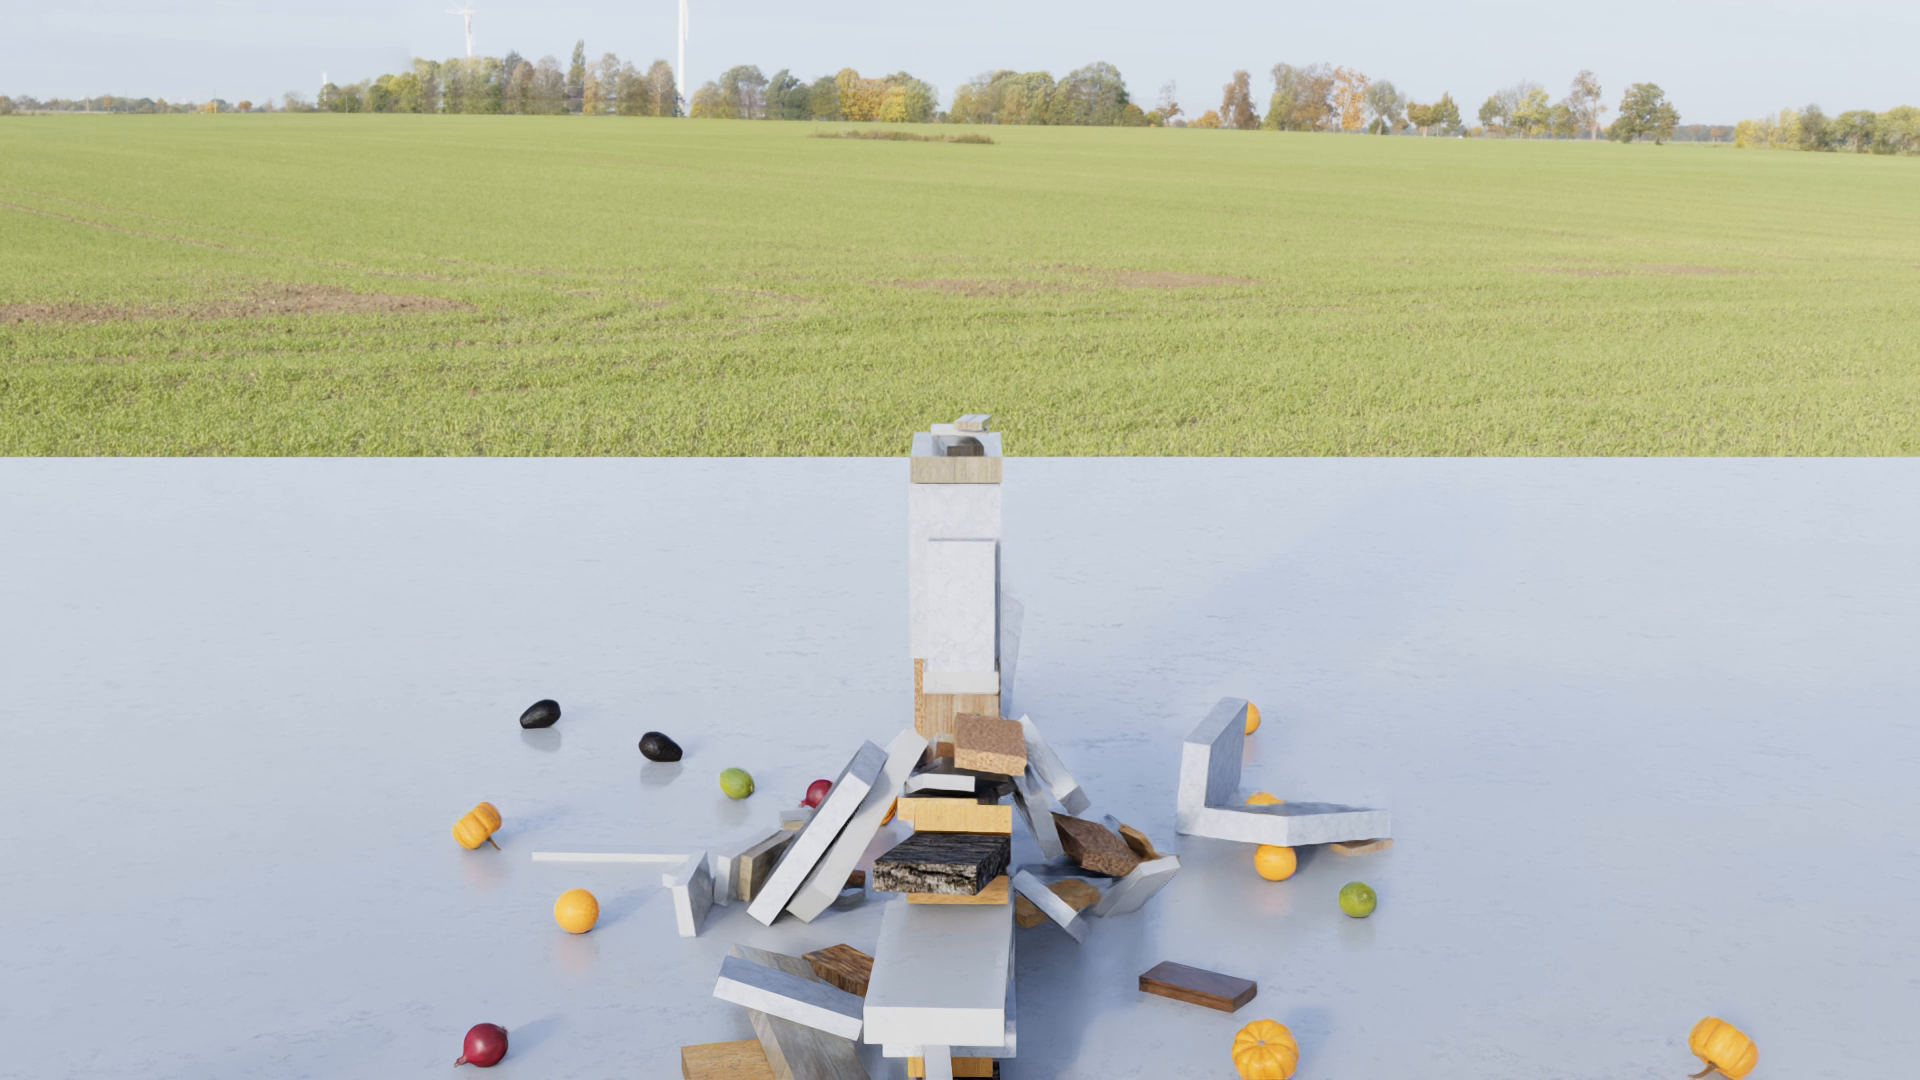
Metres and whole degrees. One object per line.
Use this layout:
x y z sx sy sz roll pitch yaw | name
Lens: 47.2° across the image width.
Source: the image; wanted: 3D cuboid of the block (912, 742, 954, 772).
-0.012 0.361 3.613 0.108 0.030 0.215 7 -12 -13 | block

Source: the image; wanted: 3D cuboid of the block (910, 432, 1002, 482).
-0.006 -0.154 4.056 0.164 0.047 0.328 0 10 0 | block

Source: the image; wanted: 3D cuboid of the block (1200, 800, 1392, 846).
0.588 0.491 3.823 0.171 0.048 0.342 1 -3 41 | block

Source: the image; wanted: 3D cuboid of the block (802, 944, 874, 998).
-0.162 0.647 3.303 0.077 0.022 0.155 -8 13 -37 | block

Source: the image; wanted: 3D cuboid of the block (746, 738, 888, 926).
-0.229 0.470 3.542 0.043 0.301 0.150 35 17 -2 | block

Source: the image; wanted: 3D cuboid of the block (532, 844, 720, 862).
-0.519 0.549 3.851 0.454 0.013 0.047 1 11 3 | block

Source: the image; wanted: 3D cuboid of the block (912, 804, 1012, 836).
-0.001 0.447 3.265 0.137 0.039 0.274 2 -22 -2 | block

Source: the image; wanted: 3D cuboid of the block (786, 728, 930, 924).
-0.165 0.459 3.546 0.043 0.317 0.150 34 -31 -4 | block

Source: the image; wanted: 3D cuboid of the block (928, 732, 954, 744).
-0.010 0.340 3.639 0.075 0.021 0.149 6 -12 -7 | block

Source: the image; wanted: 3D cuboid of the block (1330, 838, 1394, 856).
0.713 0.539 3.901 0.103 0.015 0.051 -7 12 -33 | block

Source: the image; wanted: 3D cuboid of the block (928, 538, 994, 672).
0.002 0.115 3.900 0.117 0.235 0.033 0 11 0 | block

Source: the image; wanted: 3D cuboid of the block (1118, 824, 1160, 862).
0.307 0.522 3.768 0.047 0.094 0.013 21 66 36 | block

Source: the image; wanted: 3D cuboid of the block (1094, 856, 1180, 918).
0.283 0.556 3.521 0.075 0.021 0.149 -6 -32 -35 | block

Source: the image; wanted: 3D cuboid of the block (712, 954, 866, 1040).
-0.235 0.633 3.049 0.206 0.029 0.103 18 5 -3 | block

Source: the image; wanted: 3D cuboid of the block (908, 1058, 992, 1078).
-0.014 0.674 2.981 0.110 0.031 0.220 0 6 -1 | block

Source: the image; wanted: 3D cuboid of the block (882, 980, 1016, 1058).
-0.011 0.626 3.049 0.173 0.049 0.392 0 6 1 | block

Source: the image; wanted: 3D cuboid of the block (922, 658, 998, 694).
0.001 0.227 4.038 0.135 0.038 0.269 0 11 0 | block

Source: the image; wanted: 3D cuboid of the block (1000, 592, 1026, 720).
0.040 0.240 4.814 0.171 0.048 0.492 29 27 -9 | block

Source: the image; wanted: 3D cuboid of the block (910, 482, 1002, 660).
-0.008 0.050 3.984 0.164 0.329 0.047 0 12 1 | block

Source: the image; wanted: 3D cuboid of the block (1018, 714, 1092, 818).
0.157 0.397 3.830 0.043 0.150 0.301 -37 -15 -2 | block

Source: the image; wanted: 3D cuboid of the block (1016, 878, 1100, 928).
0.145 0.589 3.567 0.149 0.021 0.075 -14 14 -33 | block

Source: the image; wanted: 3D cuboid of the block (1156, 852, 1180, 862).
0.329 0.554 3.826 0.095 0.013 0.047 6 12 29 | block

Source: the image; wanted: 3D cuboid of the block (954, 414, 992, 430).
0.024 -0.217 4.045 0.052 0.015 0.103 2 11 11 | block

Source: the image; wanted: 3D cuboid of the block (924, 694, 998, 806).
0.001 0.394 3.986 0.135 0.269 0.038 0 11 -1 | block

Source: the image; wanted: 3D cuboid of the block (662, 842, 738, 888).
-0.413 0.559 3.734 0.085 0.024 0.169 10 18 38 | block

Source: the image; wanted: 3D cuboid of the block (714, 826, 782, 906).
-0.354 0.544 3.676 0.024 0.085 0.169 13 15 22 | block

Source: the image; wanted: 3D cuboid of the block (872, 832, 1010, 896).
-0.021 0.439 2.995 0.137 0.039 0.275 1 1 11 | block

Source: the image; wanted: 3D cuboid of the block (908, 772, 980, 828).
-0.026 0.426 3.691 0.119 0.034 0.238 0 12 -1 | block

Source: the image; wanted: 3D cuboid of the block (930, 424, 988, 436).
0.000 -0.204 4.055 0.103 0.015 0.052 1 10 3 | block

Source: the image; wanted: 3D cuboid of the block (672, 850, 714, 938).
-0.429 0.569 3.544 0.024 0.085 0.169 -7 10 5 | block

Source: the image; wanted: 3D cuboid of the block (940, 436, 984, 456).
0.002 -0.169 3.960 0.066 0.019 0.131 -1 11 -7 | block

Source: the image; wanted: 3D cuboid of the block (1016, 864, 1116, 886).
0.179 0.570 3.739 0.166 0.015 0.051 2 11 9 | block

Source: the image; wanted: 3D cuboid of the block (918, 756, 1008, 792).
0.003 0.378 3.536 0.108 0.030 0.215 7 -12 -10 | block

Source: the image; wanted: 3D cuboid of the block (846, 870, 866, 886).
-0.212 0.564 3.709 0.103 0.015 0.052 8 2 -3 | block

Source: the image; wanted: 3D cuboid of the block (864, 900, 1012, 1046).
-0.023 0.561 2.877 0.173 0.049 0.346 0 13 3 | block

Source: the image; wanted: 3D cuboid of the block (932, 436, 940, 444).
-0.013 -0.196 4.107 0.066 0.019 0.131 -1 11 -7 | block

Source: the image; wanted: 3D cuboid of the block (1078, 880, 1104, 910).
0.202 0.587 3.643 0.051 0.015 0.103 -4 11 -20 | block

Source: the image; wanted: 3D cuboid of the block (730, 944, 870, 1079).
-0.216 0.677 3.010 0.118 0.034 0.550 17 5 -17 | block

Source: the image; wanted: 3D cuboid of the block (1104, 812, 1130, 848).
0.286 0.521 3.927 0.047 0.013 0.094 43 3 -12 | block

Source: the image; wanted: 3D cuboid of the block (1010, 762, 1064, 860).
0.114 0.435 3.806 0.033 0.117 0.330 -20 16 -4 | block

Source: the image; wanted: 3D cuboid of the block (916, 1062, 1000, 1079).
-0.002 0.731 2.826 0.110 0.031 0.221 0 11 0 | block

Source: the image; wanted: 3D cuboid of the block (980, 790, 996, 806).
0.003 0.473 3.637 0.119 0.034 0.259 -1 12 -5 | block

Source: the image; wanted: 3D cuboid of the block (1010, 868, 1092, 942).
0.140 0.554 3.319 0.103 0.029 0.292 38 -7 15 | block

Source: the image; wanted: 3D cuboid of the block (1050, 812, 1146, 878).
0.227 0.527 3.798 0.117 0.033 0.235 16 4 -18 | block

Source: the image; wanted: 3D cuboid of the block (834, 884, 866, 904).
-0.208 0.584 3.662 0.094 0.013 0.047 9 14 41 | block

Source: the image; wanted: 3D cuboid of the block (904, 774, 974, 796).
-0.034 0.388 3.464 0.081 0.023 0.161 5 -12 -11 | block

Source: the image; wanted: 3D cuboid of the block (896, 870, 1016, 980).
-0.007 0.554 3.189 0.173 0.049 0.347 0 9 2 | block

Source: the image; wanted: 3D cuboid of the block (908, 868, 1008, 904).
-0.004 0.486 3.145 0.137 0.039 0.274 1 -3 0 | block

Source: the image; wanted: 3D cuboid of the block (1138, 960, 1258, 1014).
0.351 0.658 3.242 0.155 0.022 0.077 7 13 34 | block

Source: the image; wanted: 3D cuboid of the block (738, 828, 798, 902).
-0.322 0.546 3.690 0.022 0.077 0.155 11 14 23 | block

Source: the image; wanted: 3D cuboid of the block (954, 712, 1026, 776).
0.046 0.322 3.478 0.108 0.030 0.215 8 10 -2 | block

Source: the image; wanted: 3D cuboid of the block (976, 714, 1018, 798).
0.048 0.369 3.790 0.034 0.119 0.239 -24 2 -4 | block

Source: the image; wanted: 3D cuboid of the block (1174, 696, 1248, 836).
0.473 0.418 4.115 0.048 0.171 0.342 8 13 18 | block

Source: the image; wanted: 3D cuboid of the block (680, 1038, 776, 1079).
-0.291 0.720 2.878 0.118 0.034 0.237 -3 11 -14 | block

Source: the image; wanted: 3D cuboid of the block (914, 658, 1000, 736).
-0.005 0.165 4.211 0.164 0.636 0.047 0 5 0 | block

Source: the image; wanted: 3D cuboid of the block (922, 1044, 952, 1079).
-0.029 0.677 2.726 0.031 0.110 0.221 0 11 -2 | block

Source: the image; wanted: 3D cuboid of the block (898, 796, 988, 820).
-0.024 0.413 3.380 0.118 0.034 0.237 0 -6 5 | block

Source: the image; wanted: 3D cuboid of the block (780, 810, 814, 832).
-0.262 0.513 4.034 0.131 0.019 0.066 -2 11 -11 | block
